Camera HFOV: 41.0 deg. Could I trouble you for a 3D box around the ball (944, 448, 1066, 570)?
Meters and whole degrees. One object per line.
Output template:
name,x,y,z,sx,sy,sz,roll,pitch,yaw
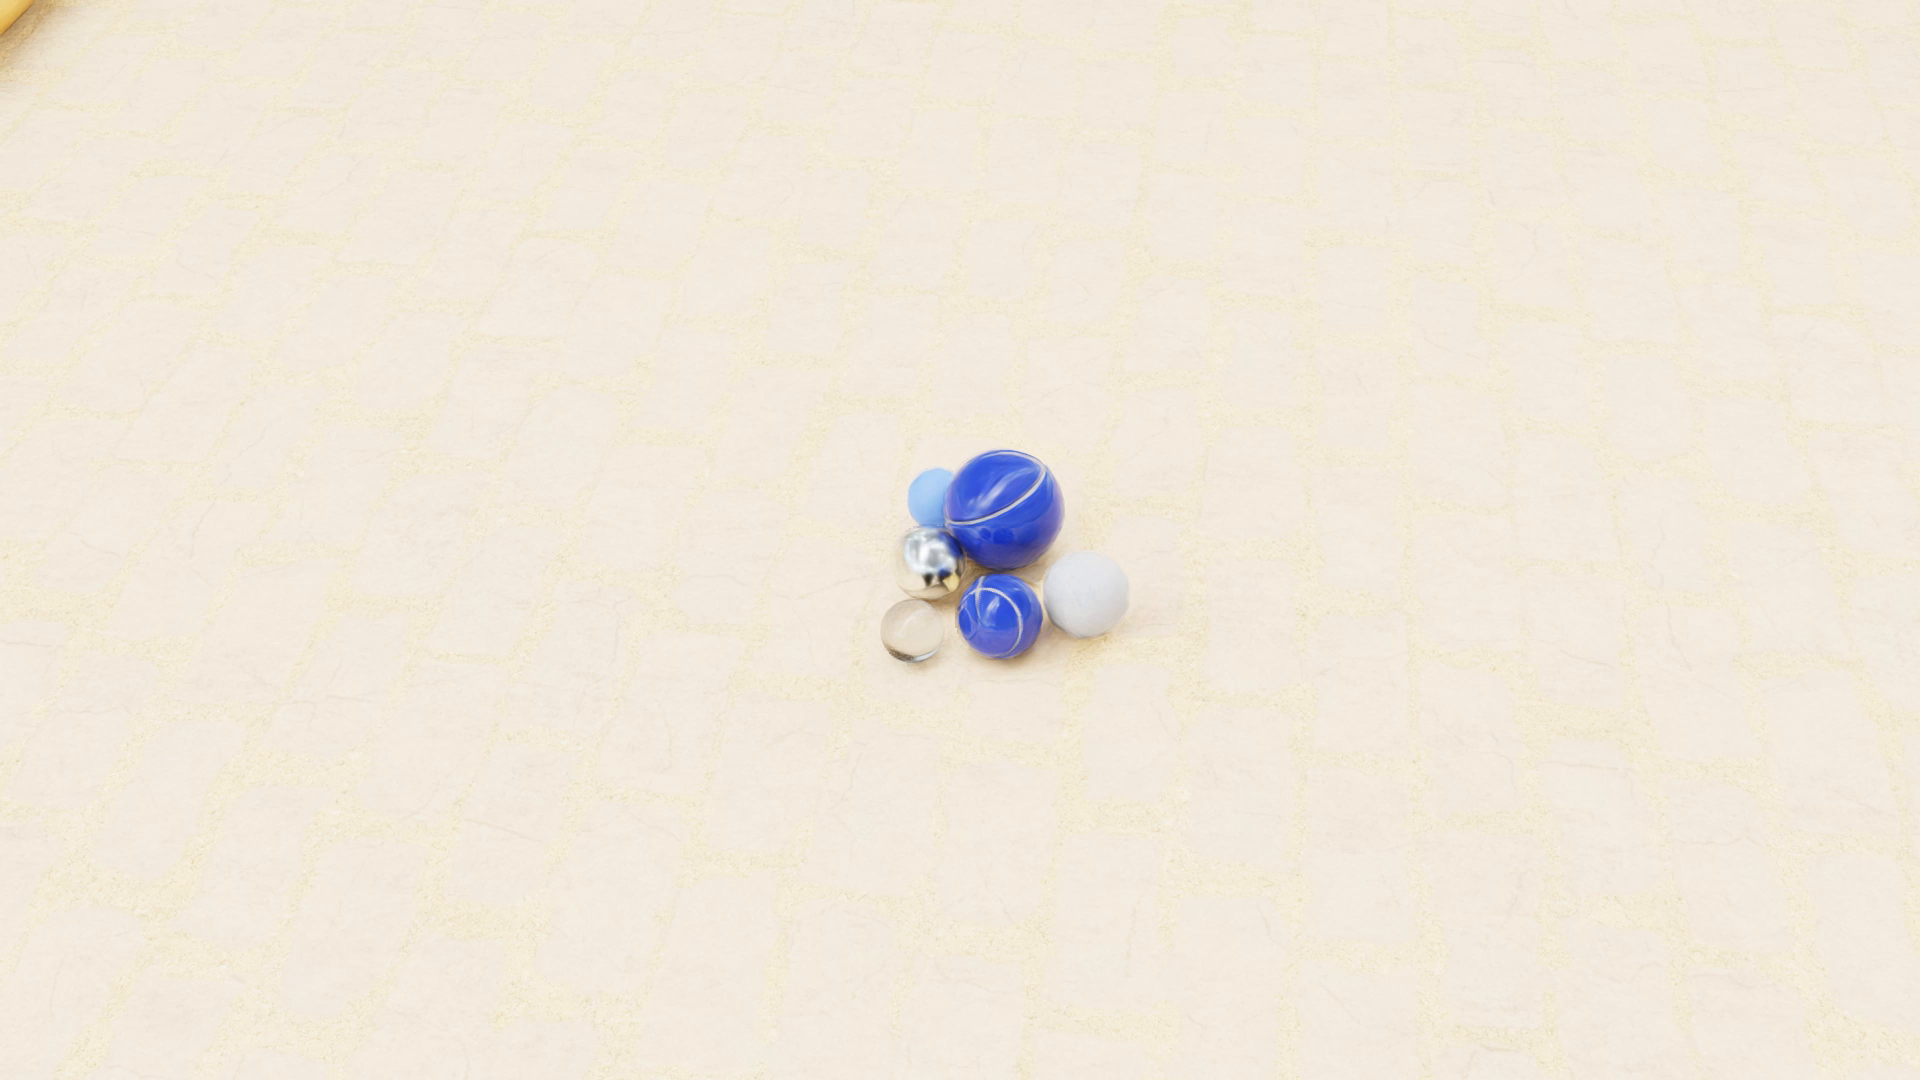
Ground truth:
ball,0.030,-0.021,1.722,0.082,0.082,0.082,0,36,0

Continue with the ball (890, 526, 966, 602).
ball,-0.021,0.016,1.699,0.049,0.049,0.049,0,36,0

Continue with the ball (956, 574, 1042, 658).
ball,0.025,0.049,1.648,0.055,0.055,0.055,0,36,0

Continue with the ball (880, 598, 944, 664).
ball,-0.031,0.058,1.646,0.041,0.041,0.041,0,36,0

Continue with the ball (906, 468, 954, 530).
ball,-0.015,-0.028,1.764,0.043,0.043,0.043,0,36,0

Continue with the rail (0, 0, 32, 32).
rail,-0.974,-0.091,1.797,0.045,0.106,2.368,4,36,6

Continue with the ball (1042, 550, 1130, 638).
ball,0.082,0.035,1.665,0.057,0.057,0.057,0,36,0
